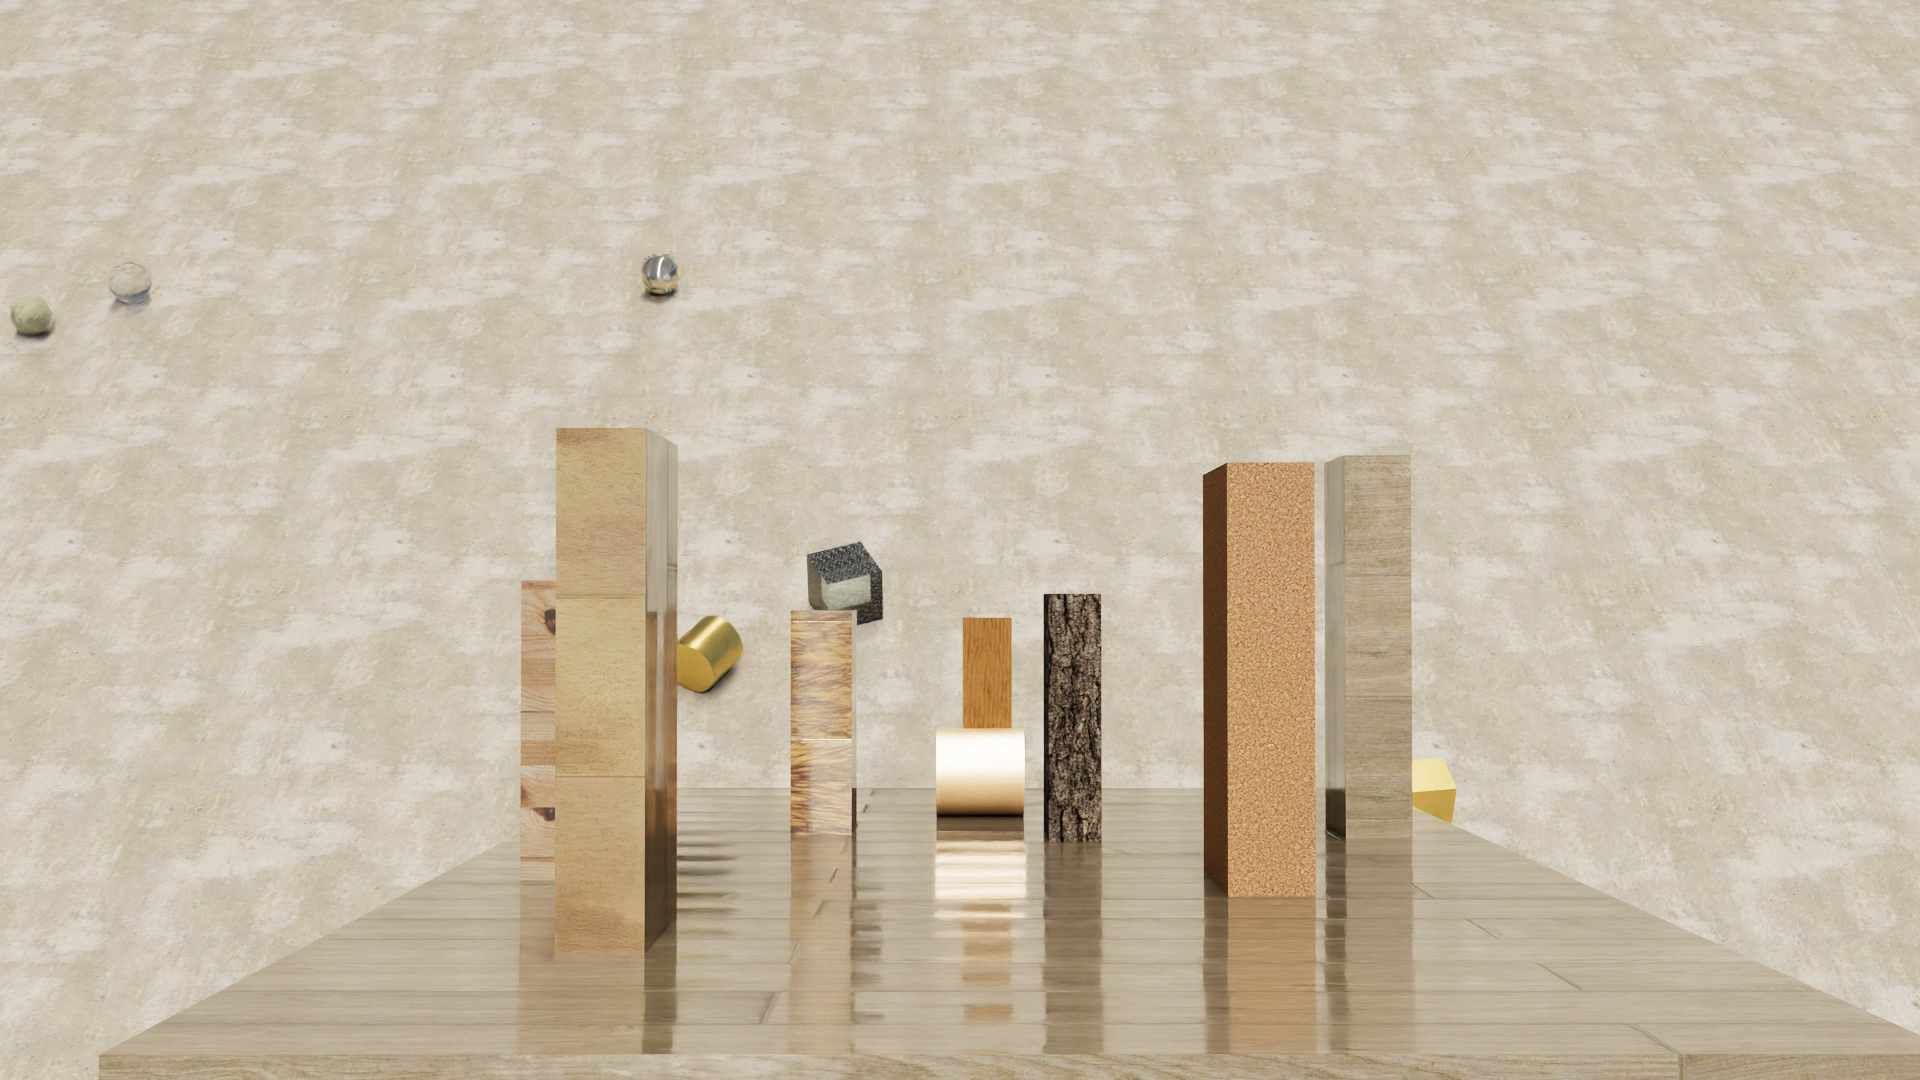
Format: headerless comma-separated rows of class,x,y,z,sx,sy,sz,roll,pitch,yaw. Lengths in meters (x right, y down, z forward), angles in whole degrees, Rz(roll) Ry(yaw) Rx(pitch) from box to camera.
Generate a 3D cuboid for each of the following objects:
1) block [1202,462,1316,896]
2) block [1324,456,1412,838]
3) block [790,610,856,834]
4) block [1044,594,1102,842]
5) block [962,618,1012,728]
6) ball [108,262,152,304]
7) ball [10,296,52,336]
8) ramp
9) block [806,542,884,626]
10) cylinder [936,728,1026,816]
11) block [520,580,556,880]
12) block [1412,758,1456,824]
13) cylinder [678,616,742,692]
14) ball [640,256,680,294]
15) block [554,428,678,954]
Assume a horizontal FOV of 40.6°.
block,0.514,0.235,4.501,0.145,0.716,0.428,0,-1,0
block,0.861,0.223,5.492,0.137,0.788,0.299,0,-1,0
block,-0.290,0.384,5.559,0.128,0.468,0.267,0,-1,0
block,0.233,0.364,5.411,0.107,0.502,0.322,0,-1,0
block,0.063,0.408,6.135,0.113,0.448,0.250,0,-1,0
ball,-2.918,-0.905,9.123,0.144,0.144,0.144,0,34,0
ball,-3.196,-0.772,8.932,0.133,0.133,0.133,0,34,0
ramp,0.075,0.650,4.785,2.000,0.100,4.000,0,-1,0
block,-0.334,0.136,7.545,0.168,0.168,0.168,-14,36,-20
cylinder,0.046,0.528,5.909,0.198,0.198,0.198,1,34,-2
block,-0.694,0.337,4.728,0.147,0.523,0.378,0,-1,0
block,1.213,0.665,6.791,0.128,0.128,0.128,-4,34,-6
cylinder,-0.717,0.319,7.284,0.155,0.155,0.155,16,37,23
ball,-1.060,-0.938,9.177,0.138,0.138,0.138,0,34,0
block,-0.498,0.213,3.798,0.124,0.727,0.410,0,-1,0
